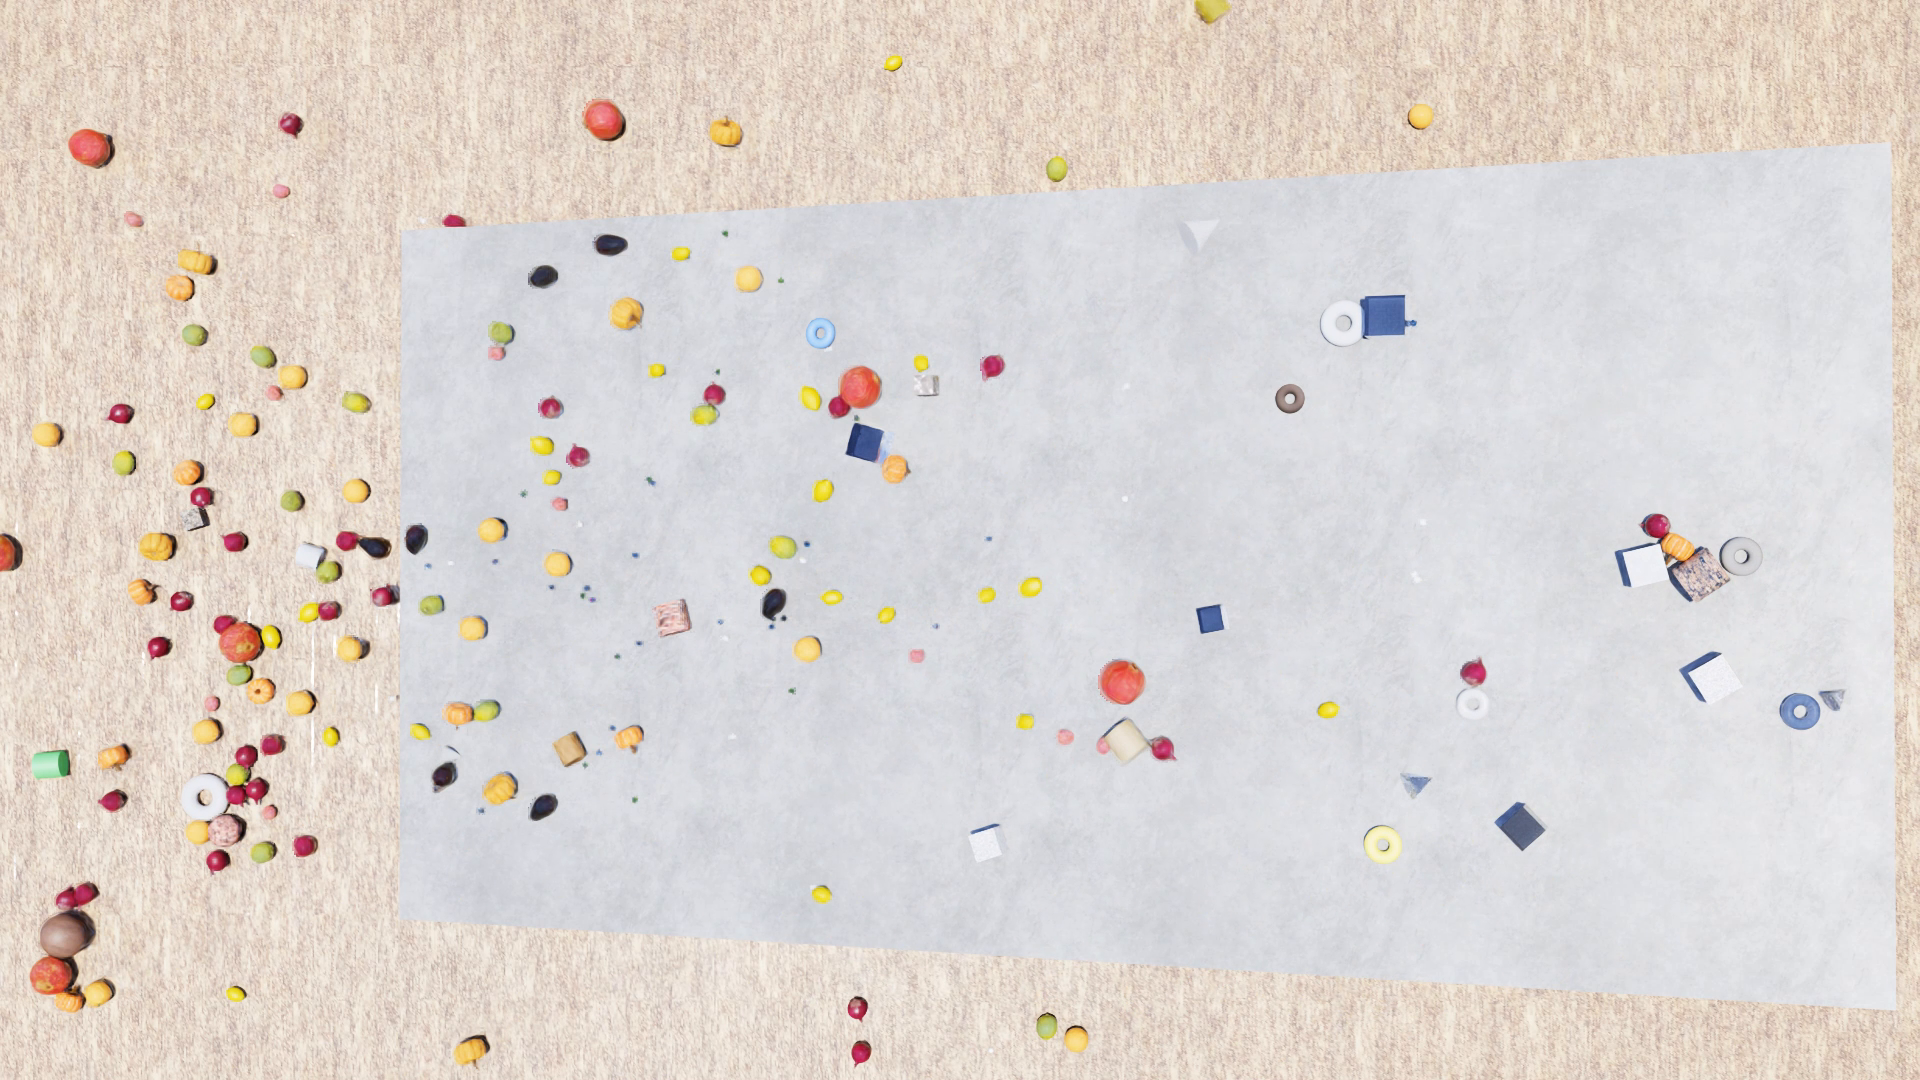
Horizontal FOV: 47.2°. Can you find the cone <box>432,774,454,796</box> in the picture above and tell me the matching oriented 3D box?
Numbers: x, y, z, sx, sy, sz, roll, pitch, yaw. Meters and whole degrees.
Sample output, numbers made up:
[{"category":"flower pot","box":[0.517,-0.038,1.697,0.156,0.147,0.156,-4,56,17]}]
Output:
[{"category":"cone","box":[-1.481,0.701,6.313,0.060,0.060,0.060,-5,89,-8]}]

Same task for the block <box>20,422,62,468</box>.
[{"category":"block","box":[-2.700,-0.279,6.462,0.087,0.087,0.087,22,109,-34]}]

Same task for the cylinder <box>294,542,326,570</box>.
[{"category":"cylinder","box":[-1.903,0.047,6.448,0.066,0.066,0.066,21,89,3]}]

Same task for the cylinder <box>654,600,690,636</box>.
[{"category":"cylinder","box":[-0.790,0.215,6.048,0.083,0.083,0.083,-14,84,0]}]

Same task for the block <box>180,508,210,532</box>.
[{"category":"block","box":[-2.246,-0.061,6.454,0.055,0.055,0.055,-18,89,0]}]

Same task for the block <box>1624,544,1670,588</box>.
[{"category":"block","box":[1.625,0.062,5.205,0.085,0.085,0.085,-15,84,18]}]

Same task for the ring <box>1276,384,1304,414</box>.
[{"category":"ring","box":[0.829,-0.355,5.521,0.075,0.025,0.075,0,89,21]}]

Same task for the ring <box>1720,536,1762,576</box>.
[{"category":"ring","box":[1.835,0.039,5.161,0.093,0.031,0.093,0,89,18]}]

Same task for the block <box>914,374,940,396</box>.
[{"category":"block","box":[-0.088,-0.409,5.827,0.053,0.053,0.053,-1,89,19]}]

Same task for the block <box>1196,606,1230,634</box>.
[{"category":"block","box":[0.640,0.201,5.560,0.061,0.061,0.061,-12,85,19]}]

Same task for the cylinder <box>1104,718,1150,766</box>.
[{"category":"cylinder","box":[0.426,0.516,5.617,0.085,0.085,0.085,-38,77,0]}]

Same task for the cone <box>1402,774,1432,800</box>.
[{"category":"cone","box":[1.132,0.595,5.399,0.067,0.067,0.067,-20,89,-9]}]

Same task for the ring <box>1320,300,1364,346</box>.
[{"category":"ring","box":[0.955,-0.539,5.472,0.117,0.039,0.117,0,91,19]}]

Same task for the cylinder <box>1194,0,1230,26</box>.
[{"category":"cylinder","box":[0.740,-1.568,6.463,0.079,0.079,0.079,-35,89,0]}]

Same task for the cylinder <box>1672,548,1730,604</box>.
[{"category":"cylinder","box":[1.739,0.083,5.159,0.096,0.096,0.096,-37,89,15]}]

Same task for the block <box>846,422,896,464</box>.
[{"category":"block","box":[-0.238,-0.257,5.858,0.089,0.089,0.089,17,95,19]}]

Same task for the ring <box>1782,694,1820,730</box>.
[{"category":"ring","box":[1.956,0.400,5.114,0.087,0.029,0.087,0,91,19]}]

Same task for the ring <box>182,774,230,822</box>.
[{"category":"ring","box":[-2.213,0.756,6.448,0.140,0.047,0.140,0,88,0]}]

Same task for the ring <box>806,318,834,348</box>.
[{"category":"ring","box":[-0.377,-0.559,5.943,0.084,0.028,0.084,-1,88,20]}]

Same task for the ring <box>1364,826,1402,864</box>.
[{"category":"ring","box":[1.044,0.753,5.427,0.094,0.031,0.094,0,91,20]}]

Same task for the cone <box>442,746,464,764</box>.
[{"category":"cone","box":[-1.450,0.619,6.304,0.056,0.056,0.056,9,89,-8]}]

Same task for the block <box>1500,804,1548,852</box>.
[{"category":"block","box":[1.358,0.692,5.294,0.076,0.076,0.076,-46,76,13]}]

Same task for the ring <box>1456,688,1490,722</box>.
[{"category":"ring","box":[1.251,0.401,5.362,0.081,0.027,0.081,0,90,18]}]

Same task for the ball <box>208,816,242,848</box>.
[{"category":"ball","box":[-2.148,0.851,6.423,0.093,0.093,0.093,0,89,0]}]

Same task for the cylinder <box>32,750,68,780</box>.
[{"category":"cylinder","box":[-2.662,0.659,6.434,0.077,0.077,0.077,-9,89,-8]}]

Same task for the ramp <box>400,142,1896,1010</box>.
[{"category":"ramp","box":[0.279,0.091,5.773,4.000,0.100,2.000,0,89,19]}]

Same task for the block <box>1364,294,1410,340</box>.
[{"category":"block","box":[1.052,-0.547,5.406,0.098,0.098,0.098,0,89,19]}]

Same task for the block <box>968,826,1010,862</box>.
[{"category":"block","box":[0.077,0.793,5.743,0.072,0.072,0.072,-21,83,18]}]

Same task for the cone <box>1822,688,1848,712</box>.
[{"category":"cone","box":[2.034,0.360,5.090,0.054,0.054,0.054,-40,89,3]}]
